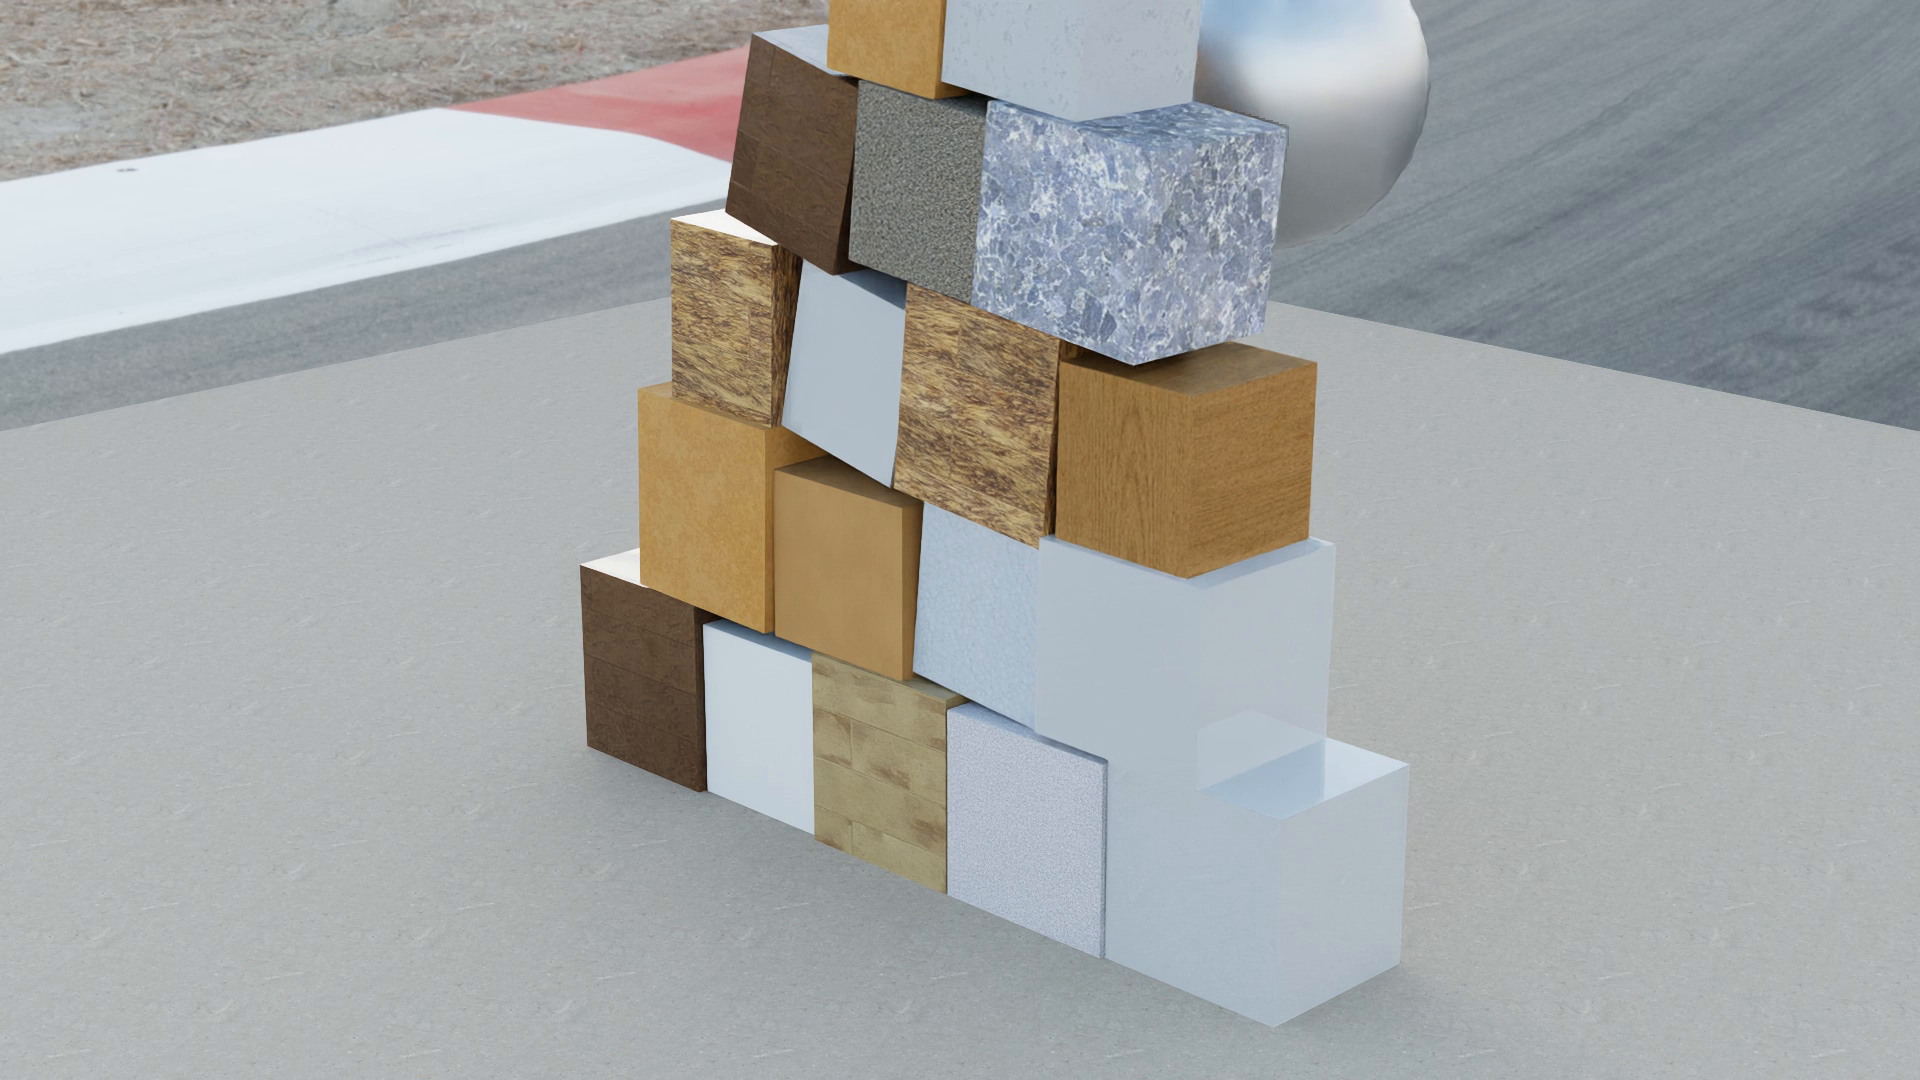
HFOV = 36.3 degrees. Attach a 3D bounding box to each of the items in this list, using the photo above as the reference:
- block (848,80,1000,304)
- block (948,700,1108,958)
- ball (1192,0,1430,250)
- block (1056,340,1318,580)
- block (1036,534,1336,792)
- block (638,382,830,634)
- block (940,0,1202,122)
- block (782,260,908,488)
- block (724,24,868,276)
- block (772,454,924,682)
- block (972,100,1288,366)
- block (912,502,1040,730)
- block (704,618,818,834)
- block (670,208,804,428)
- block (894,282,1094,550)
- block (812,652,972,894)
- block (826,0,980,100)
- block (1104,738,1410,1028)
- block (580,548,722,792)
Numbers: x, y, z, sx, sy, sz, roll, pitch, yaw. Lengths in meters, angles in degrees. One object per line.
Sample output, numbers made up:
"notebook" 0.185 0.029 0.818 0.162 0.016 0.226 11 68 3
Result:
"block" 0.089 -1.565 12.737 0.787 0.800 0.774 -17 30 -42
"block" 0.596 1.179 13.105 0.915 0.892 0.929 -17 24 -42
"ball" 1.467 -2.200 14.188 1.600 1.600 1.600 0 17 0
"block" 0.940 -0.371 12.221 0.780 0.769 0.730 -17 25 -42
"block" 0.951 0.422 12.448 0.905 0.880 0.856 18 25 42
"block" -0.900 -0.242 14.212 0.935 0.992 0.921 -17 26 -42
"block" 0.476 -2.253 12.141 0.776 0.809 0.714 24 29 39
"block" -0.247 -0.827 13.368 0.738 0.826 0.738 -16 36 -43
"block" -0.481 -1.792 13.282 0.749 0.865 0.747 -16 38 -43
"block" -0.253 0.062 13.655 0.860 0.816 0.875 17 24 42
"block" 0.694 -1.337 12.169 0.821 0.875 0.921 -17 30 -42
"block" 0.350 0.238 13.065 0.730 0.854 0.786 -17 30 -42
"block" -0.667 0.821 14.293 0.812 0.864 0.813 -17 24 -42
"block" -0.820 -1.094 13.851 0.815 0.857 0.710 -17 26 -42
"block" 0.354 -0.620 12.779 0.835 0.948 0.903 -17 30 -42
"block" -0.070 0.970 13.697 0.865 0.936 0.880 -17 24 -42
"block" -0.054 -2.418 12.634 0.669 0.837 0.744 23 28 39
"block" 1.254 1.369 12.459 0.853 0.917 0.933 -17 24 -42
"block" -1.263 0.582 14.865 0.937 0.976 0.883 -17 24 -42
